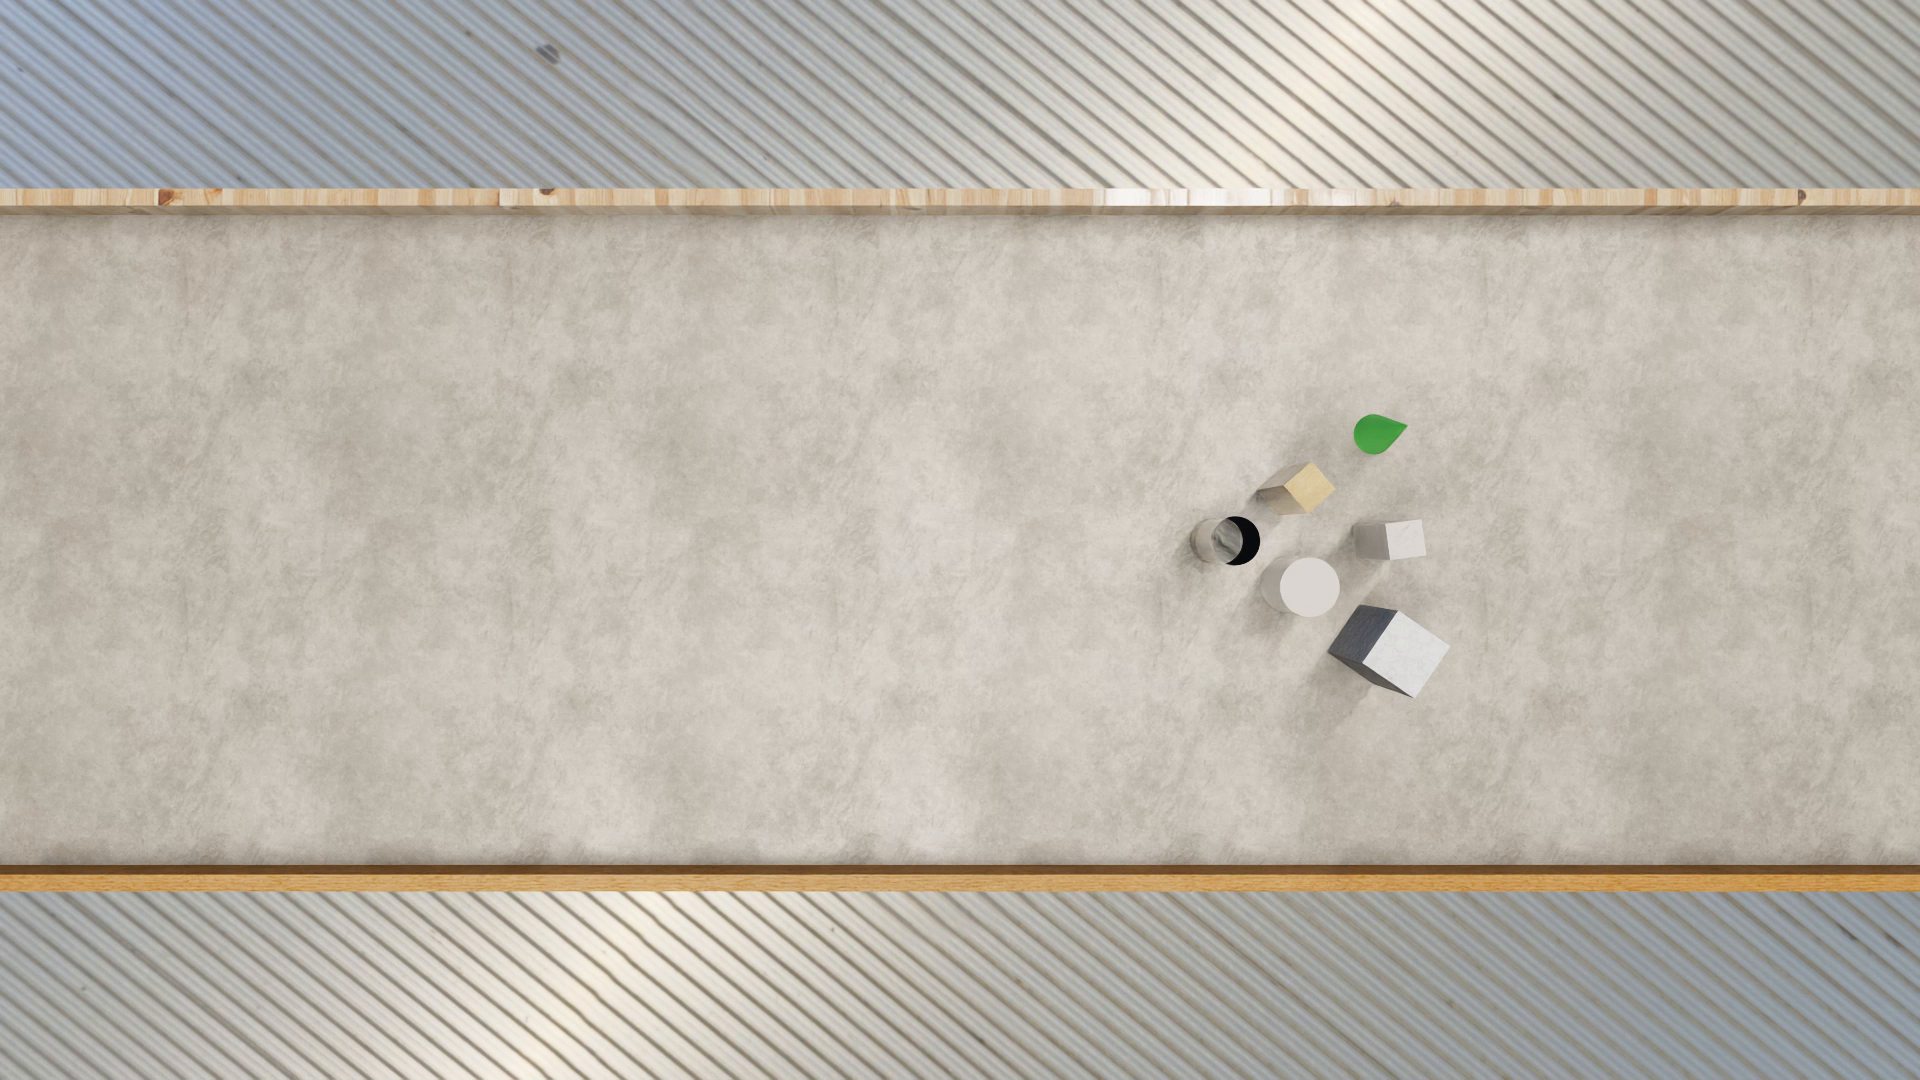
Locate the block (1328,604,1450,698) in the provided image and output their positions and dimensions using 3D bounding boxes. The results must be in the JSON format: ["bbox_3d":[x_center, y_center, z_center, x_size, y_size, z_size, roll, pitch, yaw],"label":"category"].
[{"bbox_3d":[1.251,0.321,4.849,0.178,0.455,0.178,34,90,0],"label":"block"}]

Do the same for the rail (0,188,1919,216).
[{"bbox_3d":[-2.247,-1.025,5.002,12.000,0.150,0.050,0,90,0],"label":"rail"}]

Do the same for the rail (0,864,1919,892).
[{"bbox_3d":[-2.247,1.025,5.001,12.000,0.150,0.050,0,90,0],"label":"rail"}]

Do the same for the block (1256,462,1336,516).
[{"bbox_3d":[0.985,-0.148,4.859,0.104,0.435,0.104,-41,90,0],"label":"block"}]

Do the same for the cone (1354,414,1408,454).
[{"bbox_3d":[1.274,-0.325,4.879,0.124,0.394,0.124,0,90,0],"label":"cone"}]

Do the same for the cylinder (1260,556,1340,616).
[{"bbox_3d":[1.011,0.136,4.922,0.172,0.310,0.172,0,90,0],"label":"cylinder"}]

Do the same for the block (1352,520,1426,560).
[{"bbox_3d":[1.267,-0.001,4.881,0.104,0.392,0.104,-8,90,0],"label":"block"}]

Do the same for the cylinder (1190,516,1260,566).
[{"bbox_3d":[0.776,0.002,4.860,0.139,0.432,0.139,0,90,0],"label":"cylinder"}]
